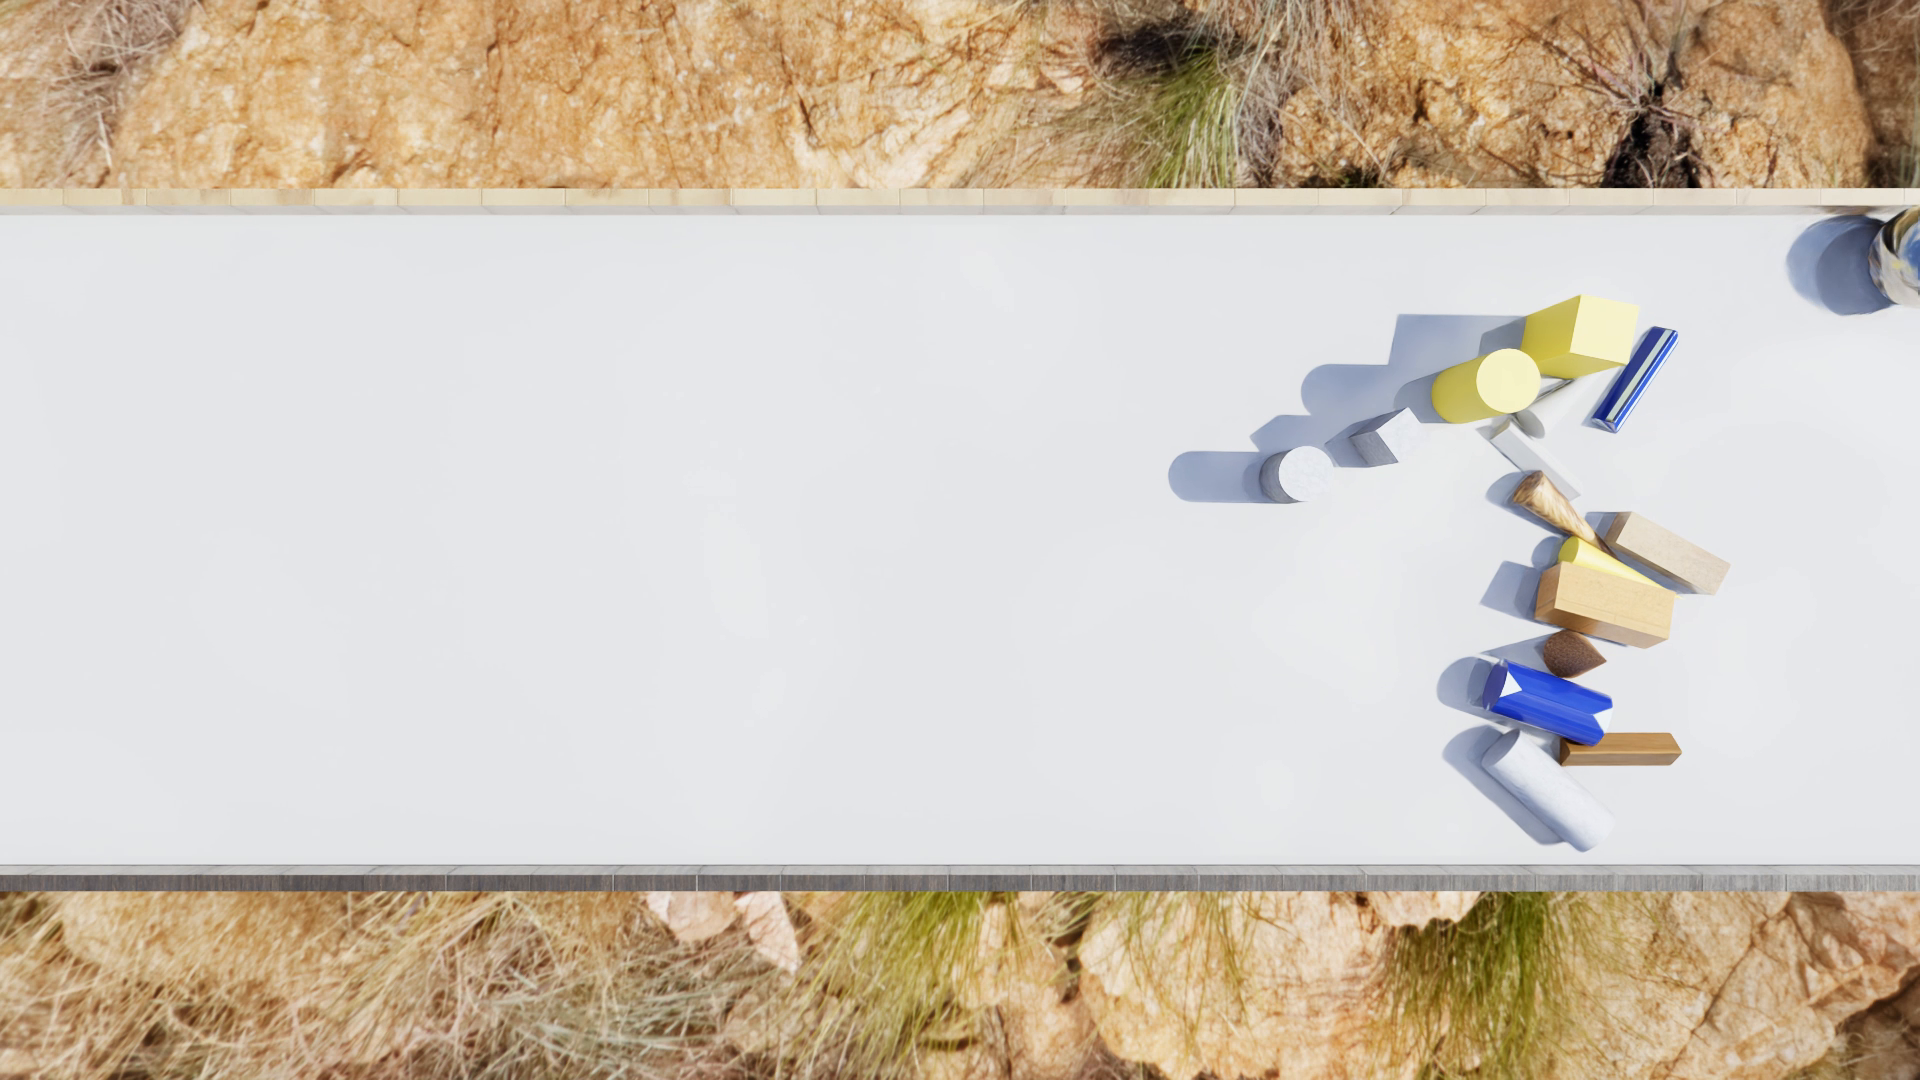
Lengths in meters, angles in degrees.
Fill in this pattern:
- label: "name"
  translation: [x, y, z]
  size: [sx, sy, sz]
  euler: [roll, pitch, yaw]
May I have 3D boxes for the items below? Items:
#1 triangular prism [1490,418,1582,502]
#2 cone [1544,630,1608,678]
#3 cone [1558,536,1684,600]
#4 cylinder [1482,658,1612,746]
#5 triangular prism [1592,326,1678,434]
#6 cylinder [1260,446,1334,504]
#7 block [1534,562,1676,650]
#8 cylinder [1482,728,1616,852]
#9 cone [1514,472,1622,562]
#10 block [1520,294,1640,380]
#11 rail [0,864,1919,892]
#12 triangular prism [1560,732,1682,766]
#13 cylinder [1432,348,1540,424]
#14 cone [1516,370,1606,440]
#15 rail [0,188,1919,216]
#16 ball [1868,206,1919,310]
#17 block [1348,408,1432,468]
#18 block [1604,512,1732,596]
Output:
- label: "triangular prism"
  translation: [1.772, -0.240, 5.033]
  size: [0.301, 0.083, 0.095]
  euler: [42, 90, 0]
- label: "cone"
  translation: [1.872, 0.351, 4.921]
  size: [0.152, 0.312, 0.152]
  euler: [0, 90, 0]
- label: "cone"
  translation: [2.043, 0.112, 5.049]
  size: [0.412, 0.110, 0.110]
  euler: [21, 90, -8]
- label: "cylinder"
  translation: [1.777, 0.491, 4.993]
  size: [0.332, 0.167, 0.167]
  euler: [19, 90, 0]
- label: "triangular prism"
  translation: [2.077, -0.493, 5.036]
  size: [0.088, 0.076, 0.341]
  euler: [34, 90, 0]
- label: "cylinder"
  translation: [1.001, -0.191, 4.920]
  size: [0.160, 0.312, 0.160]
  euler: [0, 90, 0]
- label: "block"
  translation: [1.946, 0.198, 4.984]
  size: [0.352, 0.150, 0.150]
  euler: [15, 74, 0]
- label: "cylinder"
  translation: [1.784, 0.758, 4.998]
  size: [0.386, 0.158, 0.158]
  euler: [42, 90, 0]
- label: "cone"
  translation: [1.897, -0.031, 5.047]
  size: [0.432, 0.120, 0.120]
  euler: [38, 90, -8]
- label: "block"
  translation: [1.812, -0.593, 4.855]
  size: [0.167, 0.442, 0.167]
  euler: [12, 90, 0]
- label: "rail"
  translation: [-2.247, 1.025, 5.001]
  size: [12.000, 0.150, 0.050]
  euler: [0, 90, 0]
- label: "triangular prism"
  translation: [2.016, 0.643, 5.031]
  size: [0.338, 0.086, 0.099]
  euler: [0, 90, 0]
- label: "cylinder"
  translation: [1.540, -0.447, 4.853]
  size: [0.180, 0.446, 0.180]
  euler: [0, 90, 0]
- label: "cone"
  translation: [1.887, -0.463, 5.047]
  size: [0.374, 0.117, 0.117]
  euler: [-36, 90, -9]
- label: "rail"
  translation: [-2.247, -1.025, 5.002]
  size: [12.000, 0.150, 0.050]
  euler: [0, 90, 0]
- label: "ball"
  translation: [2.888, -0.844, 4.921]
  size: [0.312, 0.312, 0.312]
  euler: [0, 90, 0]
- label: "block"
  translation: [1.274, -0.302, 4.906]
  size: [0.114, 0.341, 0.114]
  euler: [-36, 90, 0]
- label: "block"
  translation: [2.151, 0.040, 5.023]
  size: [0.339, 0.107, 0.107]
  euler: [28, 90, 0]
